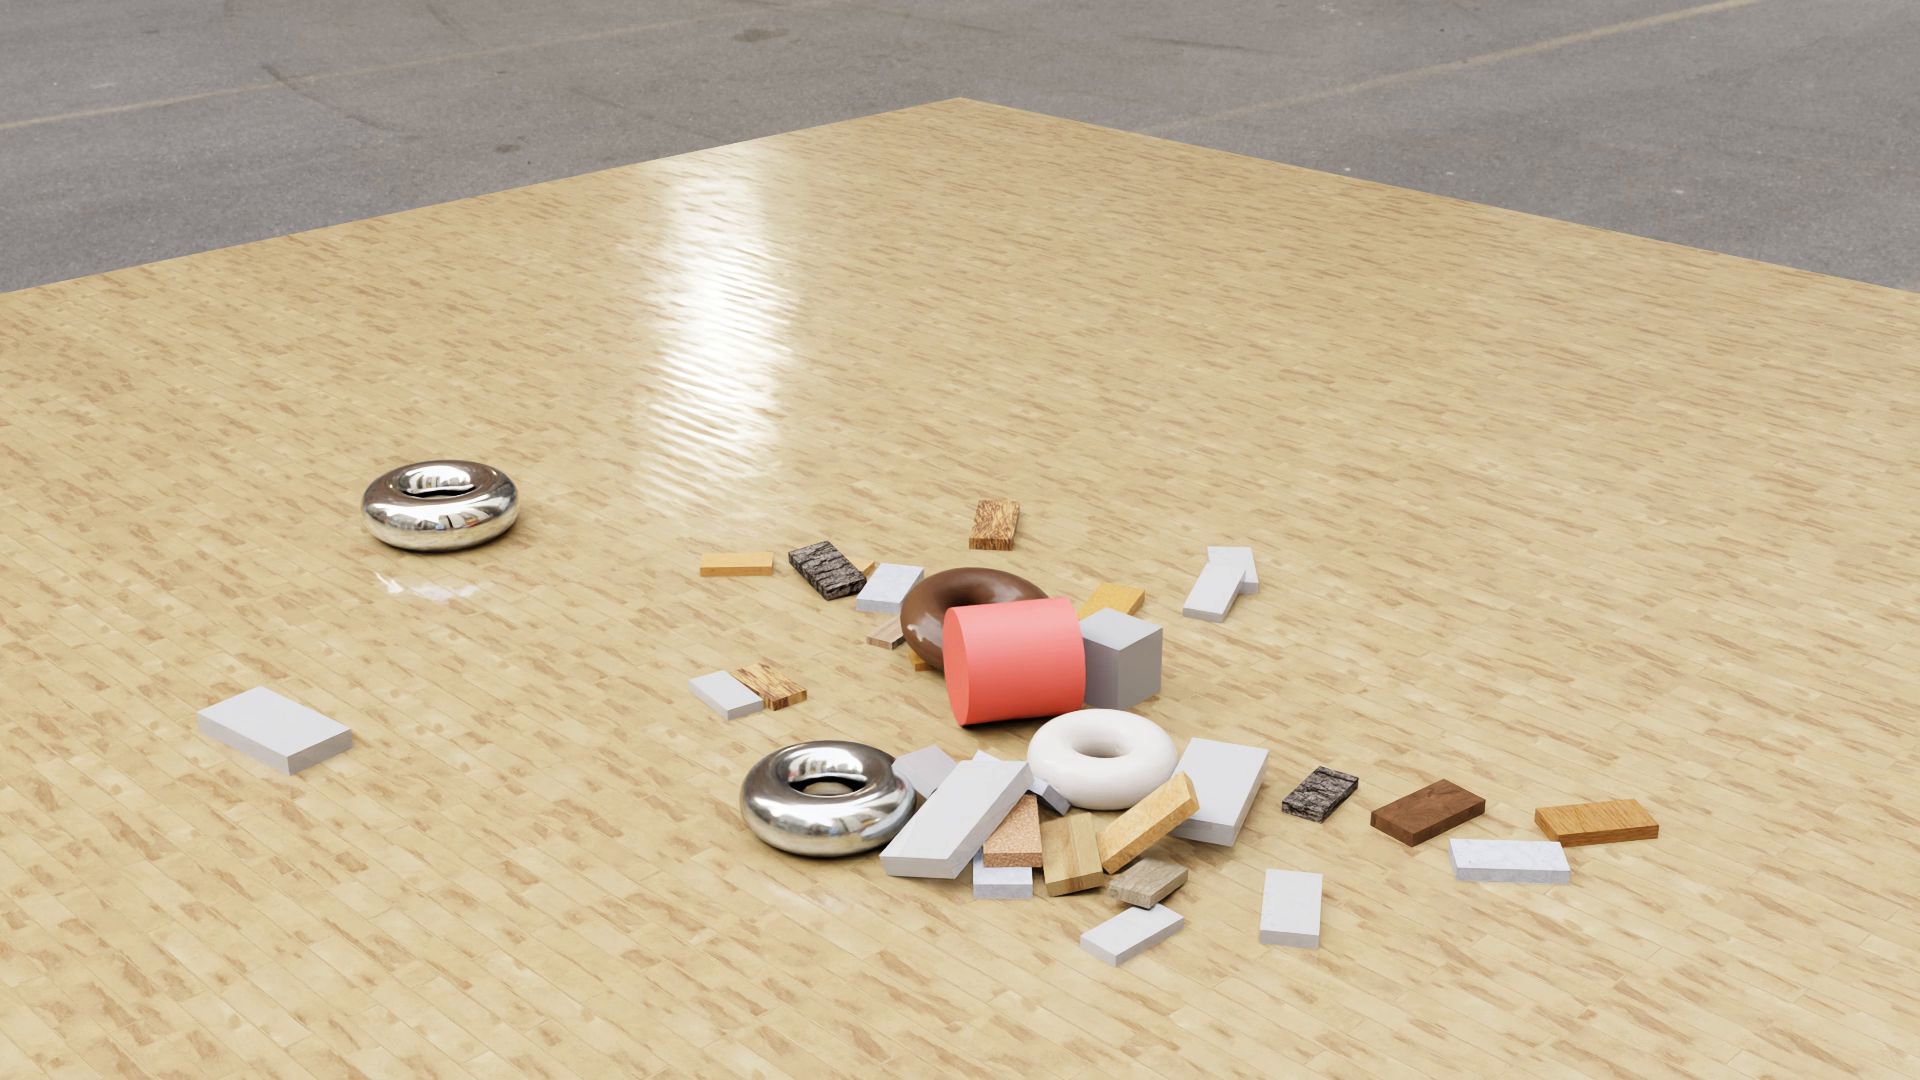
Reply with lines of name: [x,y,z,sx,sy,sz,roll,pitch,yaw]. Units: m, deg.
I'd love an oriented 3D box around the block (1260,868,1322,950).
block: [0.619,0.687,4.104,0.107,0.030,0.213,4,23,10]

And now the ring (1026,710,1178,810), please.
ring: [0.296,0.453,4.562,0.315,0.105,0.315,0,24,0]

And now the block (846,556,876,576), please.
block: [-0.296,0.065,5.583,0.143,0.020,0.072,9,25,20]

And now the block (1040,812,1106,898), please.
block: [0.214,0.608,4.258,0.110,0.031,0.220,-13,23,3]

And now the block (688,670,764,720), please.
block: [-0.523,0.346,4.913,0.090,0.025,0.180,-15,27,-31]

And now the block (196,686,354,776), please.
block: [-1.477,0.409,4.739,0.324,0.046,0.162,17,29,35]

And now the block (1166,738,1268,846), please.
block: [0.508,0.504,4.433,0.162,0.046,0.328,8,24,18]

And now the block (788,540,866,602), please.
block: [-0.332,0.075,5.506,0.111,0.031,0.222,-17,33,-23]

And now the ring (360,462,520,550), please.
ring: [-1.371,-0.094,5.807,0.414,0.138,0.414,1,23,-1]

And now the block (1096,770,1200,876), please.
block: [0.362,0.547,4.259,0.220,0.031,0.110,-39,20,13]

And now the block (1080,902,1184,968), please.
block: [0.316,0.719,4.033,0.184,0.025,0.089,-20,30,-39]

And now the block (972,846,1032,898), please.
block: [0.081,0.620,4.258,0.112,0.032,0.223,0,23,0]

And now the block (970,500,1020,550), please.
block: [0.093,-0.040,5.815,0.111,0.031,0.264,2,23,6]

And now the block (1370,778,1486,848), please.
block: [0.943,0.549,4.428,0.220,0.031,0.110,-17,28,-35]

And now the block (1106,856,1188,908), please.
block: [0.356,0.647,4.160,0.089,0.025,0.177,12,15,27]

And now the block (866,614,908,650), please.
block: [-0.153,0.219,5.220,0.072,0.020,0.143,13,26,28]

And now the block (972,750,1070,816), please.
block: [0.124,0.494,4.477,0.199,0.099,0.028,22,73,41]

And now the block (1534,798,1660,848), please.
block: [1.270,0.565,4.390,0.213,0.030,0.107,-4,23,-10]

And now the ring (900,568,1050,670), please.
ring: [0.049,0.191,5.088,0.375,0.125,0.375,5,31,-3]

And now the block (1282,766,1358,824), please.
block: [0.738,0.521,4.502,0.089,0.025,0.177,15,27,31]

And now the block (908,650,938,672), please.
block: [-0.042,0.273,5.091,0.143,0.020,0.072,-5,24,-12]

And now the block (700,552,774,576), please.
block: [-0.566,0.062,5.583,0.180,0.026,0.090,-1,23,-2]

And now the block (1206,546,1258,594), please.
block: [0.686,0.075,5.543,0.111,0.031,0.222,1,23,2]

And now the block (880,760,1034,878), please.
block: [-0.003,0.542,4.298,0.162,0.046,0.324,-3,28,36]

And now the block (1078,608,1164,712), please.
block: [0.340,0.270,4.920,0.160,0.160,0.160,19,30,38]

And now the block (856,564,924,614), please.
block: [-0.172,0.120,5.439,0.111,0.031,0.222,6,24,13]

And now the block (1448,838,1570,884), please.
block: [1.062,0.622,4.256,0.213,0.030,0.107,1,23,3]

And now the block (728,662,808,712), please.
block: [-0.434,0.329,4.952,0.090,0.026,0.180,-17,29,-35]

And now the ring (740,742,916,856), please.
ring: [-0.264,0.514,4.400,0.356,0.119,0.356,1,22,0]

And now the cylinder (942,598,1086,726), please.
cylinder: [0.116,0.264,4.810,0.257,0.257,0.257,-5,24,-12]

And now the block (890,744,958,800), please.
block: [-0.058,0.472,4.478,0.099,0.028,0.199,39,15,16]

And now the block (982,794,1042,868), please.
block: [0.099,0.568,4.301,0.112,0.032,0.223,0,23,-1]

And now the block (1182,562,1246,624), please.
block: [0.622,0.129,5.373,0.099,0.028,0.200,9,36,21]

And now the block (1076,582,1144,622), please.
block: [0.361,0.168,5.324,0.111,0.031,0.222,9,25,20]
